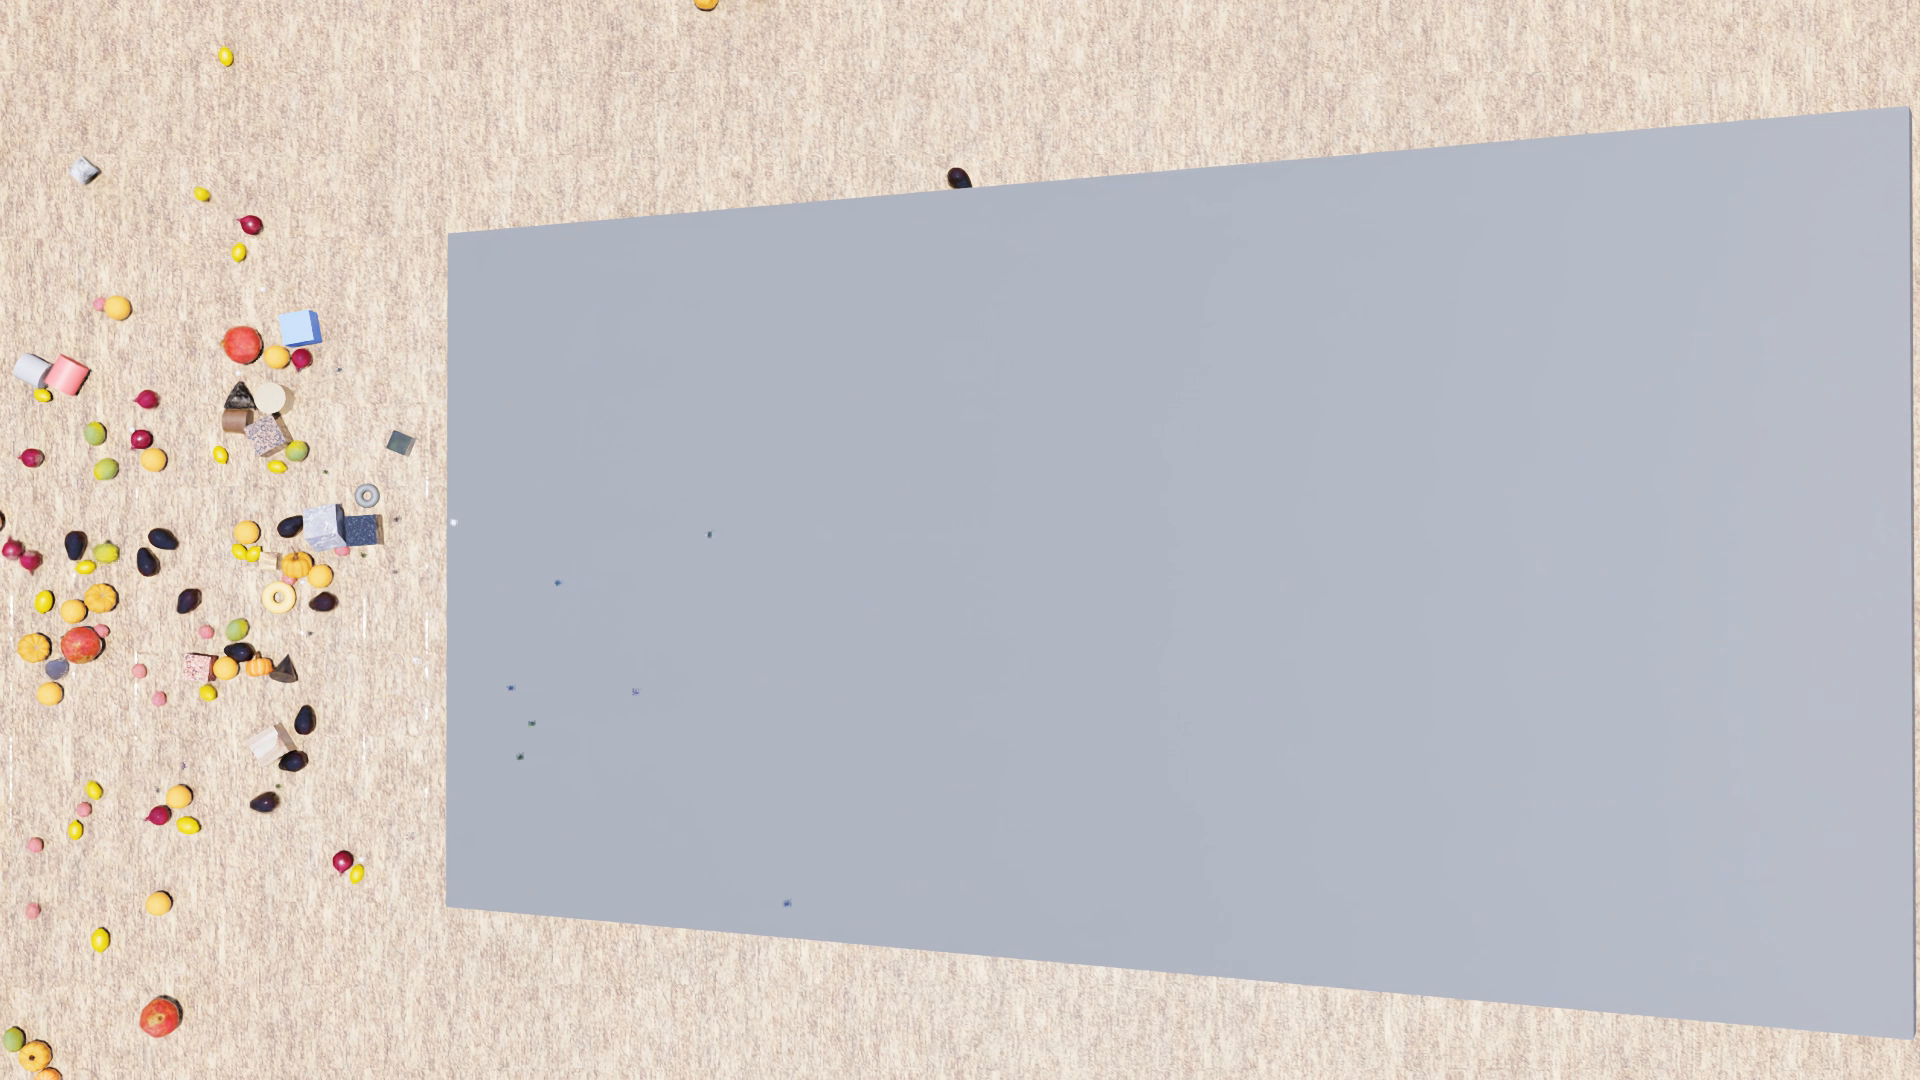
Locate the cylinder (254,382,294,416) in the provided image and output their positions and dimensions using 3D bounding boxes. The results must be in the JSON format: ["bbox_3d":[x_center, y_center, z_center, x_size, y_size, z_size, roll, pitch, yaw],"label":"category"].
[{"bbox_3d":[-2.050,-0.422,6.578,0.093,0.093,0.093,0,89,0],"label":"cylinder"}]

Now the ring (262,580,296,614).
[{"bbox_3d":[-2.045,0.172,6.602,0.100,0.033,0.100,0,88,-1],"label":"ring"}]

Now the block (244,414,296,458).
[{"bbox_3d":[-2.065,-0.312,6.576,0.094,0.094,0.094,-28,89,0],"label":"block"}]

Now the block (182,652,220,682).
[{"bbox_3d":[-2.271,0.381,6.578,0.075,0.075,0.075,7,89,0],"label":"block"}]

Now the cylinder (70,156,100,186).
[{"bbox_3d":[-2.629,-1.107,6.601,0.062,0.062,0.062,42,90,0],"label":"cylinder"}]

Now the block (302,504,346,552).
[{"bbox_3d":[-1.892,-0.036,6.556,0.098,0.098,0.098,-11,66,0],"label":"block"}]

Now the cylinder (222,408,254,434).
[{"bbox_3d":[-2.164,-0.355,6.587,0.073,0.073,0.073,3,89,0],"label":"cylinder"}]

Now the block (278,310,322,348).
[{"bbox_3d":[-1.974,-0.632,6.581,0.091,0.091,0.091,-10,89,0],"label":"block"}]

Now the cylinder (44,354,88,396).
[{"bbox_3d":[-2.673,-0.493,6.579,0.093,0.093,0.093,30,89,0],"label":"cylinder"}]

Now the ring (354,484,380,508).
[{"bbox_3d":[-1.782,-0.133,6.609,0.075,0.025,0.075,0,90,-1],"label":"ring"}]

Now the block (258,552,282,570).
[{"bbox_3d":[-2.067,0.063,6.594,0.051,0.051,0.051,4,89,0],"label":"block"}]

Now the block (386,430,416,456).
[{"bbox_3d":[-1.675,-0.290,6.593,0.060,0.060,0.060,22,89,0],"label":"block"}]

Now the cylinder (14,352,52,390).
[{"bbox_3d":[-2.772,-0.506,6.584,0.082,0.082,0.082,31,89,7],"label":"cylinder"}]

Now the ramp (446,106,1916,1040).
[{"bbox_3d":[0.278,0.079,5.662,4.000,0.100,2.000,0,89,27],"label":"ramp"}]

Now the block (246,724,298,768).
[{"bbox_3d":[-2.053,0.613,6.568,0.091,0.091,0.091,-31,89,0],"label":"block"}]

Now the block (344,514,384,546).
[{"bbox_3d":[-1.780,-0.028,6.575,0.090,0.090,0.090,-4,89,0],"label":"block"}]

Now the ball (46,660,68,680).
[{"bbox_3d":[-2.707,0.387,6.585,0.060,0.060,0.060,0,89,0],"label":"ball"}]

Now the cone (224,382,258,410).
[{"bbox_3d":[-2.142,-0.413,6.603,0.096,0.096,0.096,31,89,-26],"label":"cone"}]
